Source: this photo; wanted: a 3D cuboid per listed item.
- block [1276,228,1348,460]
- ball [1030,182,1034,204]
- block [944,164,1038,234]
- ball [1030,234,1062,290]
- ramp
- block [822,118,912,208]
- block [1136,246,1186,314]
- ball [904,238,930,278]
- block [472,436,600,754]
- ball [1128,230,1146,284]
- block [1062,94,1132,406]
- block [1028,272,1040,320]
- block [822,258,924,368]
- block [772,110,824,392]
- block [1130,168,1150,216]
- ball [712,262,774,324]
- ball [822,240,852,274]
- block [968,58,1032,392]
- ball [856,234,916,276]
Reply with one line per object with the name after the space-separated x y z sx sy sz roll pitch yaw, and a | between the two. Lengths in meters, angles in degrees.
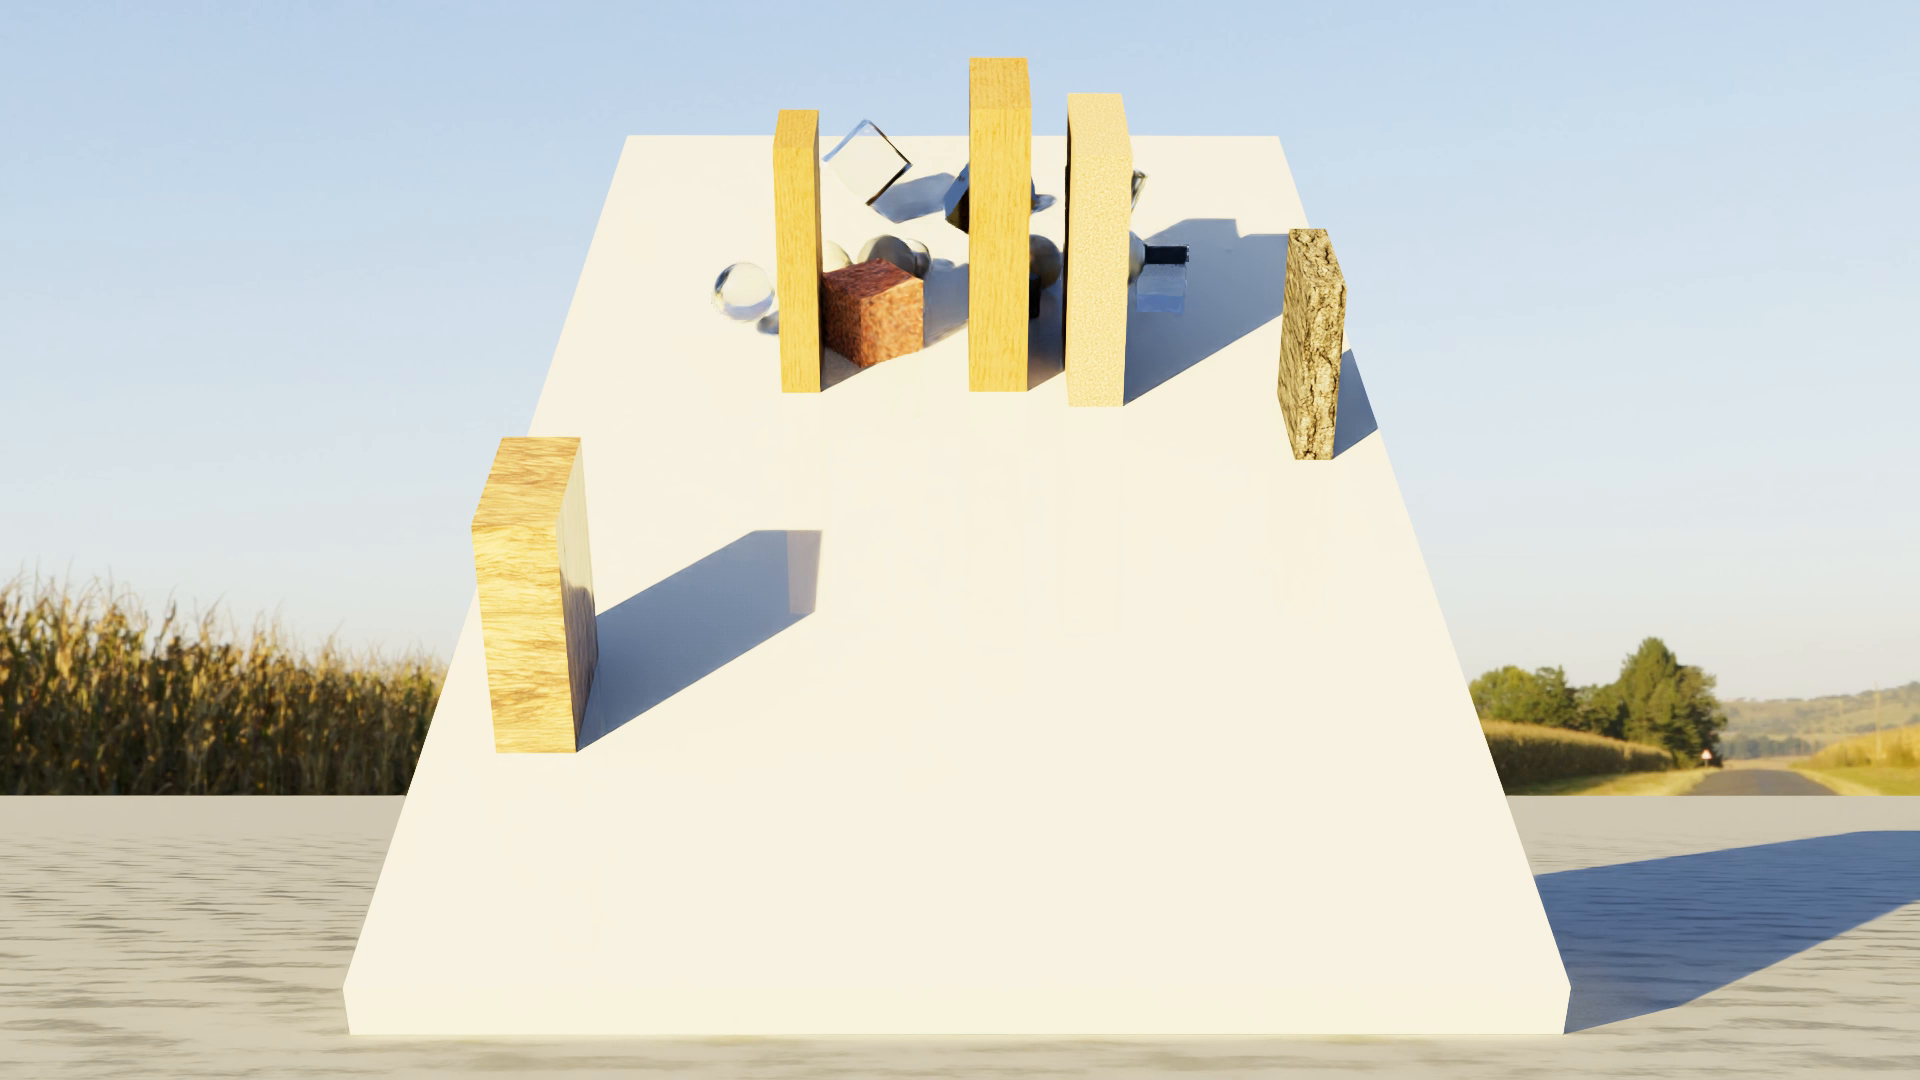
0.813 -0.456 5.585 0.086 0.429 0.348 0 30 0 | block
0.151 -0.984 6.828 0.119 0.119 0.119 0 -6 0 | ball
0.075 -0.860 6.084 0.166 0.166 0.166 29 24 -17 | block
0.196 -0.730 6.348 0.150 0.150 0.150 0 -6 0 | ball
-0.013 -0.213 5.688 2.000 0.100 4.000 0 30 0 | ramp
-0.261 -1.052 6.715 0.168 0.168 0.168 46 2 -15 | block
0.523 -0.677 6.252 0.122 0.122 0.122 3 -42 5 | block
-0.132 -0.748 6.420 0.108 0.108 0.108 0 -6 0 | ball
-0.792 0.102 4.532 0.149 0.487 0.346 0 30 0 | block
0.392 -0.721 6.131 0.161 0.161 0.161 0 -6 0 | ball
0.326 -0.701 5.805 0.129 0.635 0.426 0 30 0 | block
0.129 -0.629 6.209 0.110 0.110 0.110 -24 38 -36 | block
-0.222 -0.569 6.024 0.186 0.186 0.186 -20 35 -31 | block
-0.385 -0.693 5.799 0.093 0.624 0.266 0 30 0 | block
0.385 -0.885 6.052 0.130 0.130 0.130 25 10 5 | block
-0.541 -0.618 6.022 0.154 0.154 0.154 0 -6 0 | ball
-0.364 -0.691 6.247 0.179 0.179 0.179 0 -6 0 | ball
0.092 -0.762 5.830 0.140 0.716 0.372 0 30 0 | block
-0.192 -0.716 6.259 0.152 0.152 0.152 0 -6 0 | ball
